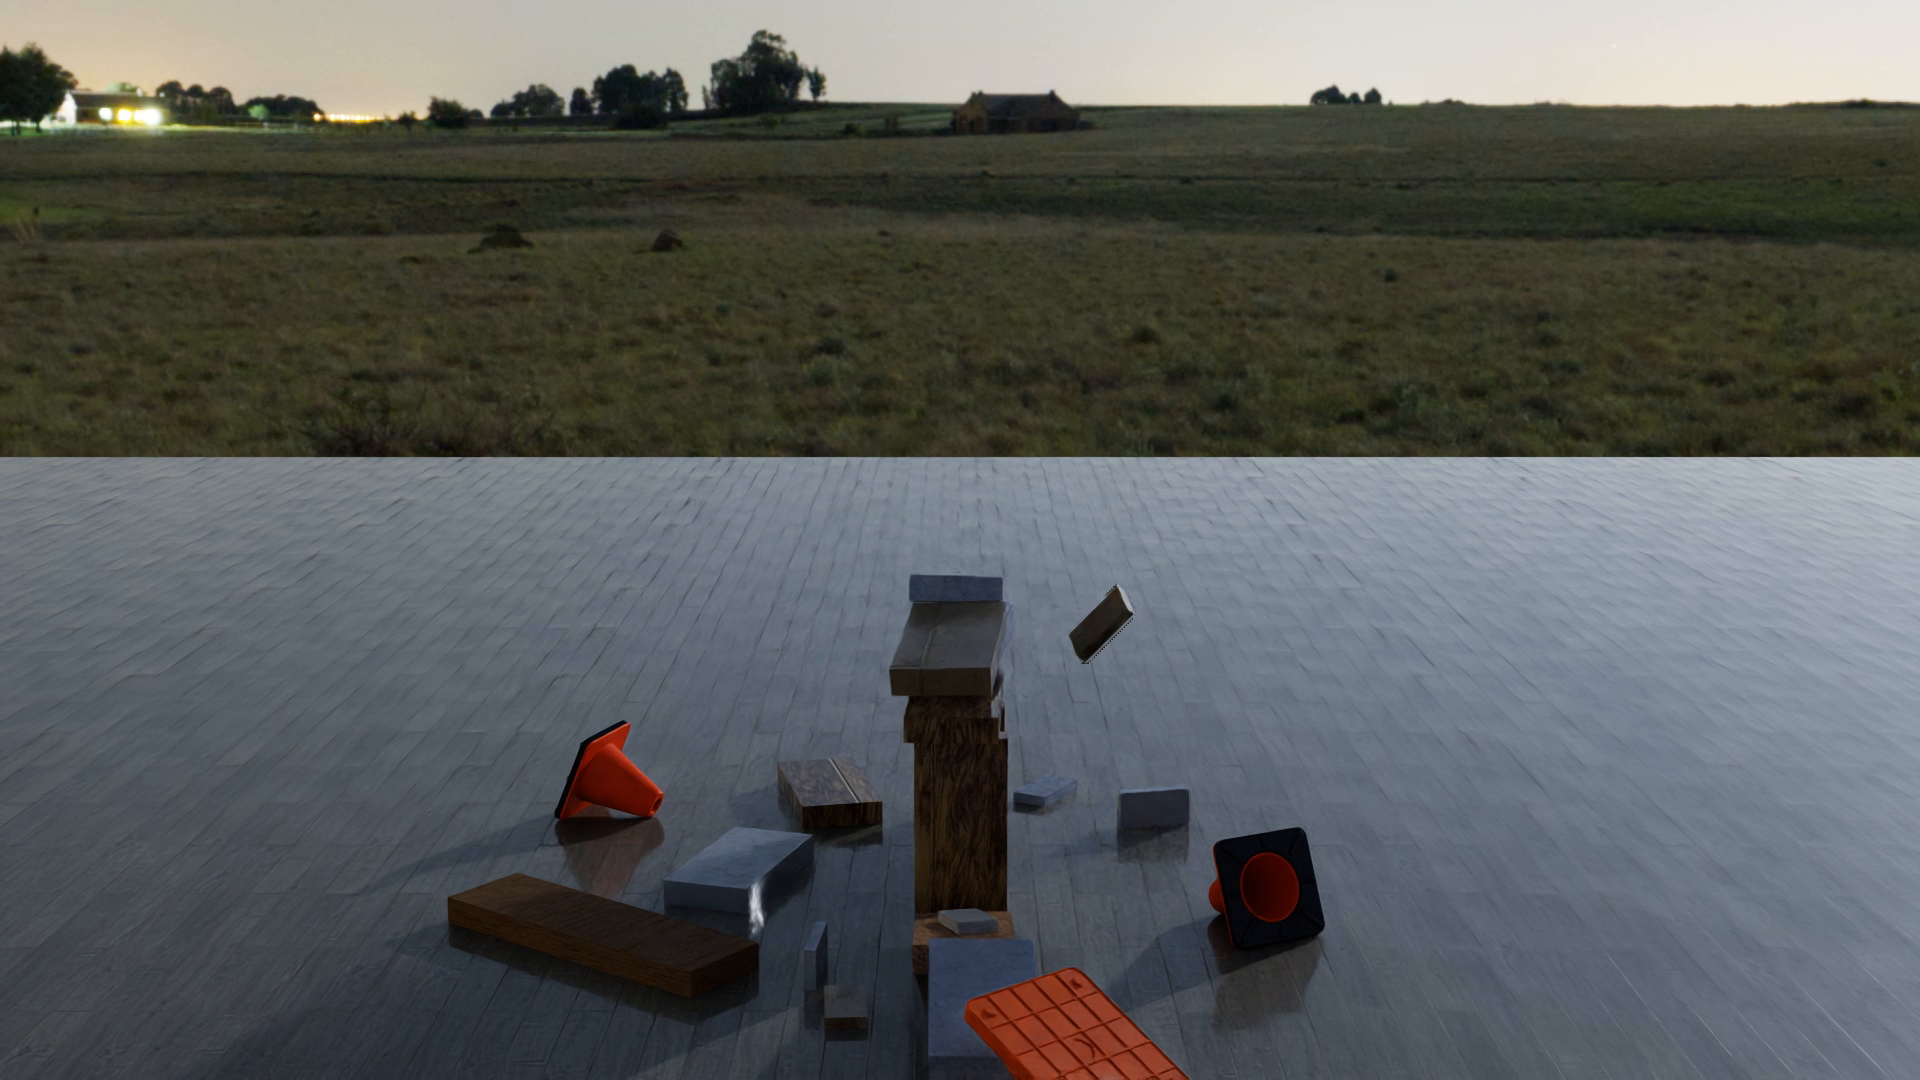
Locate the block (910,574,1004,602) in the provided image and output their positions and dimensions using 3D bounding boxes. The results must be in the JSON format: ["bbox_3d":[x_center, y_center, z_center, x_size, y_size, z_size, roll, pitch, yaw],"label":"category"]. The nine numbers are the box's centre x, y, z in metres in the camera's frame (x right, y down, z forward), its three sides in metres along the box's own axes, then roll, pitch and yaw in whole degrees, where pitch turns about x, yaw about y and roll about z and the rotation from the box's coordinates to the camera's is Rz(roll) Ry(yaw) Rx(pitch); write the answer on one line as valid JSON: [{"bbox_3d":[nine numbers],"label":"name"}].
[{"bbox_3d":[-0.006,0.090,4.071,0.166,0.047,0.331,2,-1,0],"label":"block"}]

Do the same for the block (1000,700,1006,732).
[{"bbox_3d":[0.002,0.423,3.748,0.149,0.299,0.042,1,10,4],"label":"block"}]

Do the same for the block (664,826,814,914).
[{"bbox_3d":[-0.371,0.557,3.731,0.148,0.042,0.296,3,11,17],"label":"block"}]

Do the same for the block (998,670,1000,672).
[{"bbox_3d":[-0.002,0.225,3.975,0.141,0.040,0.282,0,11,0],"label":"block"}]

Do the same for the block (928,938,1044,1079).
[{"bbox_3d":[0.032,0.640,3.004,0.149,0.042,0.299,1,20,-1],"label":"block"}]

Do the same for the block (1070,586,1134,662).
[{"bbox_3d":[0.257,0.153,4.009,0.019,0.133,0.067,30,25,-32],"label":"block"}]

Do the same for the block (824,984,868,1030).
[{"bbox_3d":[-0.165,0.673,3.174,0.061,0.017,0.122,-1,11,-4],"label":"block"}]

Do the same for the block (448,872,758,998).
[{"bbox_3d":[-0.564,0.612,3.435,0.534,0.042,0.148,8,13,36],"label":"block"}]

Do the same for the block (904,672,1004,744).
[{"bbox_3d":[-0.007,0.273,3.620,0.149,0.042,0.299,1,11,3],"label":"block"}]

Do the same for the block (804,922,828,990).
[{"bbox_3d":[-0.217,0.625,3.313,0.017,0.061,0.122,1,11,4],"label":"block"}]

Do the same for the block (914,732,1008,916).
[{"bbox_3d":[0.002,0.460,3.553,0.149,0.299,0.042,0,10,1],"label":"block"}]

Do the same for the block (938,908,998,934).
[{"bbox_3d":[0.011,0.574,3.315,0.061,0.017,0.122,-1,-1,-14],"label":"block"}]

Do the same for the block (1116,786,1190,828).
[{"bbox_3d":[0.354,0.490,4.028,0.133,0.067,0.019,-3,11,-14],"label":"block"}]

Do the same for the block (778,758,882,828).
[{"bbox_3d":[-0.249,0.477,4.164,0.148,0.042,0.296,-3,11,-13],"label":"block"}]

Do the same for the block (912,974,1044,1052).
[{"bbox_3d":[0.022,0.672,3.110,0.149,0.042,0.299,-1,11,-7],"label":"block"}]

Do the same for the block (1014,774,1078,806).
[{"bbox_3d":[0.164,0.480,4.212,0.067,0.019,0.133,6,12,30],"label":"block"}]

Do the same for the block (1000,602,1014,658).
[{"bbox_3d":[0.002,0.169,4.026,0.166,0.047,0.331,1,10,7],"label":"block"}]

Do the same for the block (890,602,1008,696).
[{"bbox_3d":[-0.015,0.182,3.746,0.166,0.047,0.331,-1,17,6],"label":"block"}]

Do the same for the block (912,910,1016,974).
[{"bbox_3d":[0.007,0.604,3.308,0.149,0.042,0.299,-1,-1,0],"label":"block"}]
